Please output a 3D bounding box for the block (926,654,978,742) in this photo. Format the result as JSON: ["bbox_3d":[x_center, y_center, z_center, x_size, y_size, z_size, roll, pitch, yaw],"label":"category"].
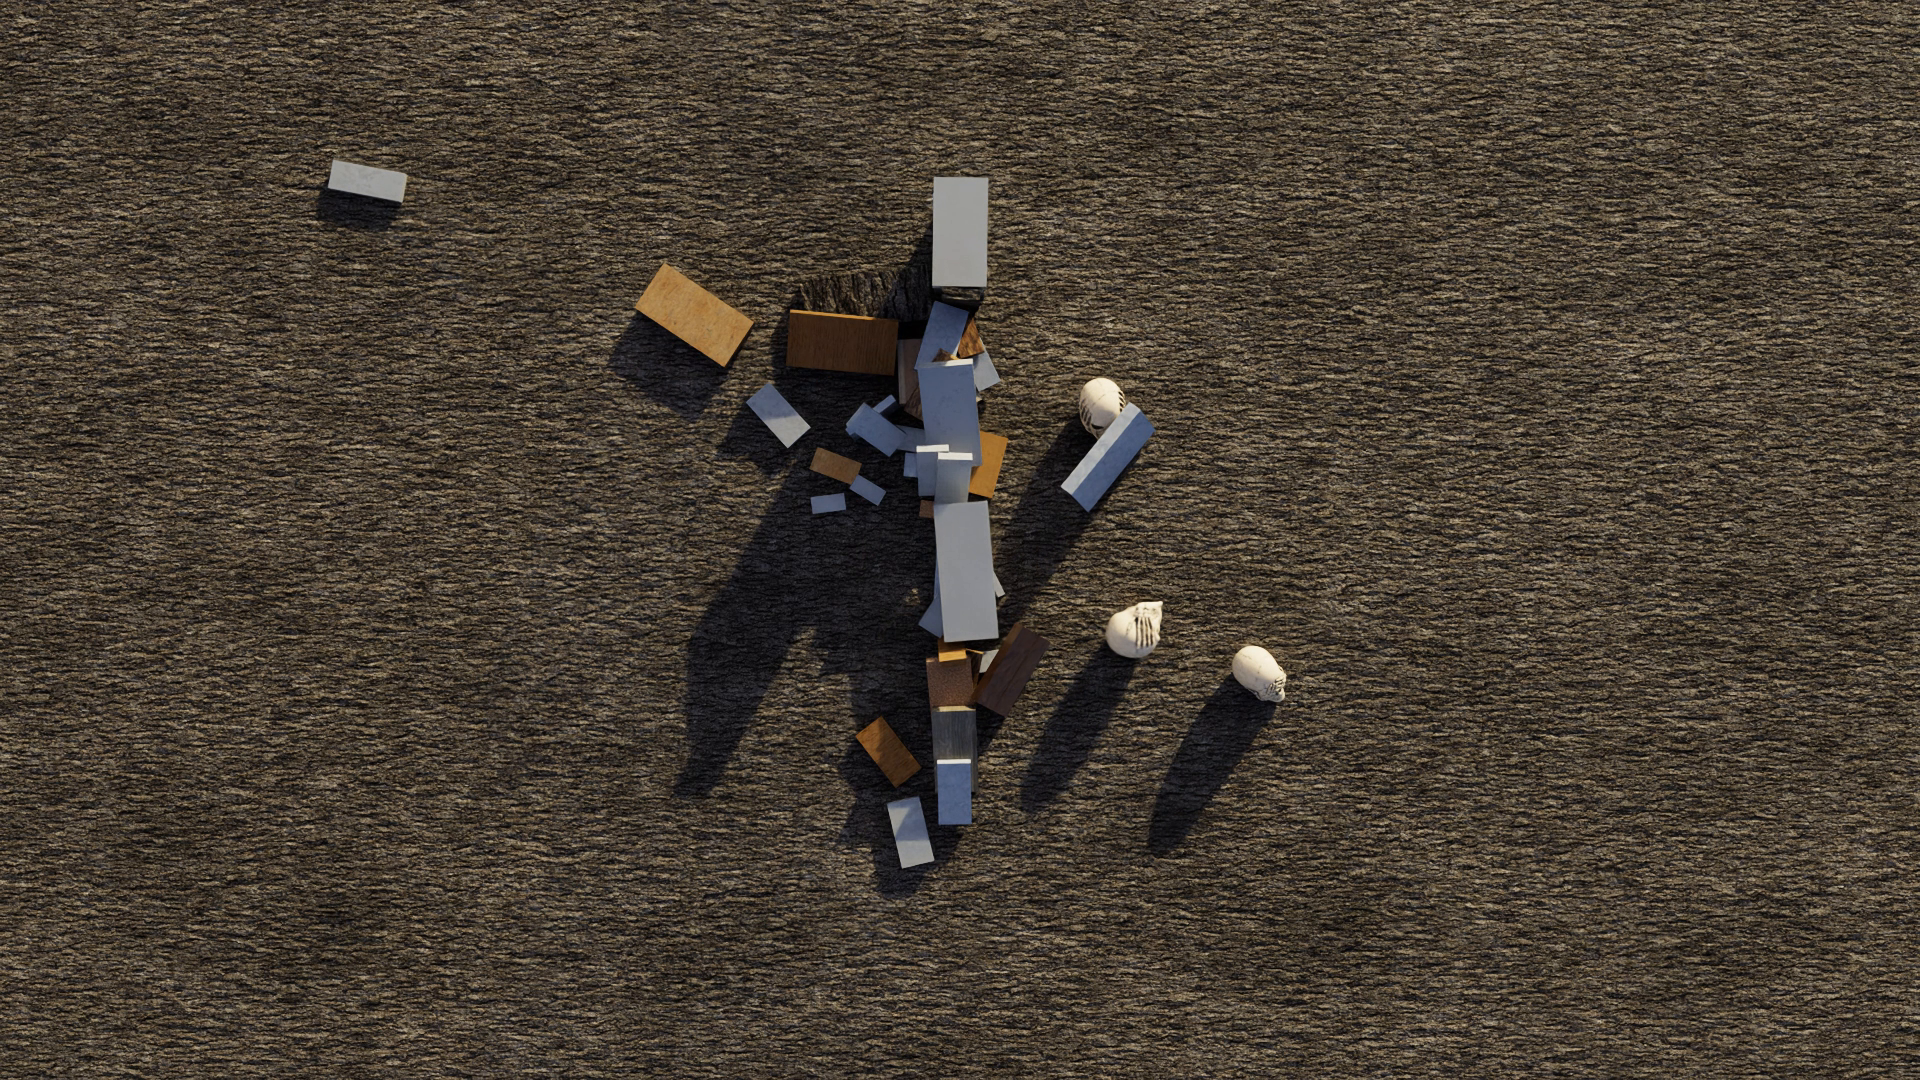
[{"bbox_3d":[-0.027,0.527,5.442,0.145,0.041,0.290,-5,104,1],"label":"block"}]

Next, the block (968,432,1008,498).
[{"bbox_3d":[0.084,-0.251,5.485,0.103,0.029,0.206,15,90,0],"label":"block"}]

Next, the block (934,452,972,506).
[{"bbox_3d":[-0.024,-0.197,5.405,0.110,0.220,0.031,2,48,-4],"label":"block"}]

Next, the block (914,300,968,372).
[{"bbox_3d":[-0.062,-0.652,5.405,0.118,0.034,0.237,17,85,-7],"label":"block"}]

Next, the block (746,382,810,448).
[{"bbox_3d":[-0.603,-0.415,5.485,0.103,0.029,0.206,-42,90,0],"label":"block"}]

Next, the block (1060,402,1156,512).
[{"bbox_3d":[0.488,-0.269,5.410,0.050,0.177,0.355,39,90,29],"label":"block"}]

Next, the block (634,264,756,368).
[{"bbox_3d":[-0.879,-0.744,5.475,0.356,0.050,0.178,34,90,0],"label":"block"}]

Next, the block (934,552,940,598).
[{"bbox_3d":[-0.027,0.117,5.454,0.110,0.031,0.220,4,102,0],"label":"block"}]

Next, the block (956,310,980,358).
[{"bbox_3d":[0.026,-0.680,5.489,0.081,0.023,0.162,-4,90,0],"label":"block"}]

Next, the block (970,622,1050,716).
[{"bbox_3d":[0.167,0.428,5.438,0.145,0.041,0.290,31,90,-39],"label":"block"}]

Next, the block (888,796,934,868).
[{"bbox_3d":[-0.164,0.970,5.485,0.109,0.031,0.219,-13,90,0],"label":"block"}]

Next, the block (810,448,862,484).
[{"bbox_3d":[-0.413,-0.245,5.489,0.157,0.022,0.079,21,90,0],"label":"block"}]

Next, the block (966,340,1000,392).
[{"bbox_3d":[0.064,-0.581,5.466,0.081,0.023,0.162,-26,90,0],"label":"block"}]

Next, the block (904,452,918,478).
[{"bbox_3d":[-0.106,-0.245,5.489,0.158,0.022,0.079,5,90,0],"label":"block"}]

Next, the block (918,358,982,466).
[{"bbox_3d":[-0.031,-0.407,5.375,0.177,0.050,0.355,-5,115,3],"label":"block"}]

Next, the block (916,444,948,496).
[{"bbox_3d":[-0.087,-0.228,5.413,0.103,0.206,0.029,-2,48,-1],"label":"block"}]

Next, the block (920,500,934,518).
[{"bbox_3d":[-0.078,-0.099,5.492,0.112,0.016,0.056,8,90,0],"label":"block"}]

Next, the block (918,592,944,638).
[{"bbox_3d":[-0.055,0.229,5.450,0.087,0.025,0.174,32,100,-6],"label":"block"}]

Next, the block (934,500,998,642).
[{"bbox_3d":[0.020,0.102,5.390,0.177,0.050,0.448,-5,91,2],"label":"block"}]

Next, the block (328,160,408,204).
[{"bbox_3d":[-1.970,-1.192,5.487,0.242,0.027,0.095,11,90,0],"label":"block"}]

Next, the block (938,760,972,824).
[{"bbox_3d":[-0.018,0.832,5.443,0.109,0.031,0.219,-1,106,0],"label":"block"}]

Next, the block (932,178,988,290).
[{"bbox_3d":[0.001,-0.955,5.138,0.169,0.048,0.338,1,90,0],"label":"block"}]

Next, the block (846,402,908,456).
[{"bbox_3d":[-0.273,-0.361,5.411,0.190,0.027,0.095,35,100,-33],"label":"block"}]

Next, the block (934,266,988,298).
[{"bbox_3d":[0.000,-0.840,5.331,0.169,0.338,0.048,4,90,0],"label":"block"}]

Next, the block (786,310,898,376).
[{"bbox_3d":[-0.387,-0.650,5.437,0.356,0.050,0.178,5,108,-4],"label":"block"}]

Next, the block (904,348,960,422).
[{"bbox_3d":[-0.074,-0.495,5.380,0.118,0.034,0.237,28,112,-12],"label":"block"}]

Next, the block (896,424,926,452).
[{"bbox_3d":[-0.170,-0.336,5.489,0.158,0.022,0.079,10,90,0],"label":"block"}]

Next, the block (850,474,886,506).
[{"bbox_3d":[-0.307,-0.166,5.480,0.112,0.016,0.056,31,90,-13],"label":"block"}]

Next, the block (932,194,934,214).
[{"bbox_3d":[-0.002,-1.059,5.331,0.169,0.337,0.048,0,89,0],"label":"block"}]

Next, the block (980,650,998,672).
[{"bbox_3d":[0.111,0.403,5.490,0.138,0.020,0.069,-5,90,0],"label":"block"}]

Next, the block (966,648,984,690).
[{"bbox_3d":[0.031,0.432,5.469,0.069,0.020,0.138,12,106,4],"label":"block"}]

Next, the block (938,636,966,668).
[{"bbox_3d":[-0.027,0.361,5.416,0.087,0.174,0.025,-8,116,0],"label":"block"}]

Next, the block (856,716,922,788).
[{"bbox_3d":[-0.237,0.703,5.485,0.109,0.031,0.219,-38,90,0],"label":"block"}]

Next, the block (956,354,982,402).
[{"bbox_3d":[-0.030,-0.534,5.453,0.110,0.031,0.221,-31,92,-26],"label":"block"}]

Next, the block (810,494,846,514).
[{"bbox_3d":[-0.438,-0.122,5.492,0.112,0.016,0.056,-8,90,0],"label":"block"}]

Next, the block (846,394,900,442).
[{"bbox_3d":[-0.288,-0.403,5.451,0.190,0.095,0.027,-37,79,0],"label":"block"}]

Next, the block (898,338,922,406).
[{"bbox_3d":[-0.149,-0.556,5.464,0.110,0.031,0.220,-3,79,0],"label":"block"}]

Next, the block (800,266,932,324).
[{"bbox_3d":[-0.309,-0.794,5.475,0.423,0.050,0.178,-7,90,0],"label":"block"}]

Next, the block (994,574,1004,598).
[{"bbox_3d":[0.099,0.105,5.456,0.025,0.087,0.174,-27,90,1],"label":"block"}]

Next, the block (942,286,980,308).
[{"bbox_3d":[0.004,-0.777,5.289,0.118,0.422,0.034,5,95,0],"label":"block"}]

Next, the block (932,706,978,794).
[{"bbox_3d":[-0.016,0.691,5.440,0.145,0.041,0.290,-2,106,0],"label":"block"}]

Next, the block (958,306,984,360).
[{"bbox_3d":[0.018,-0.683,5.449,0.081,0.023,0.162,-19,78,1],"label":"block"}]
